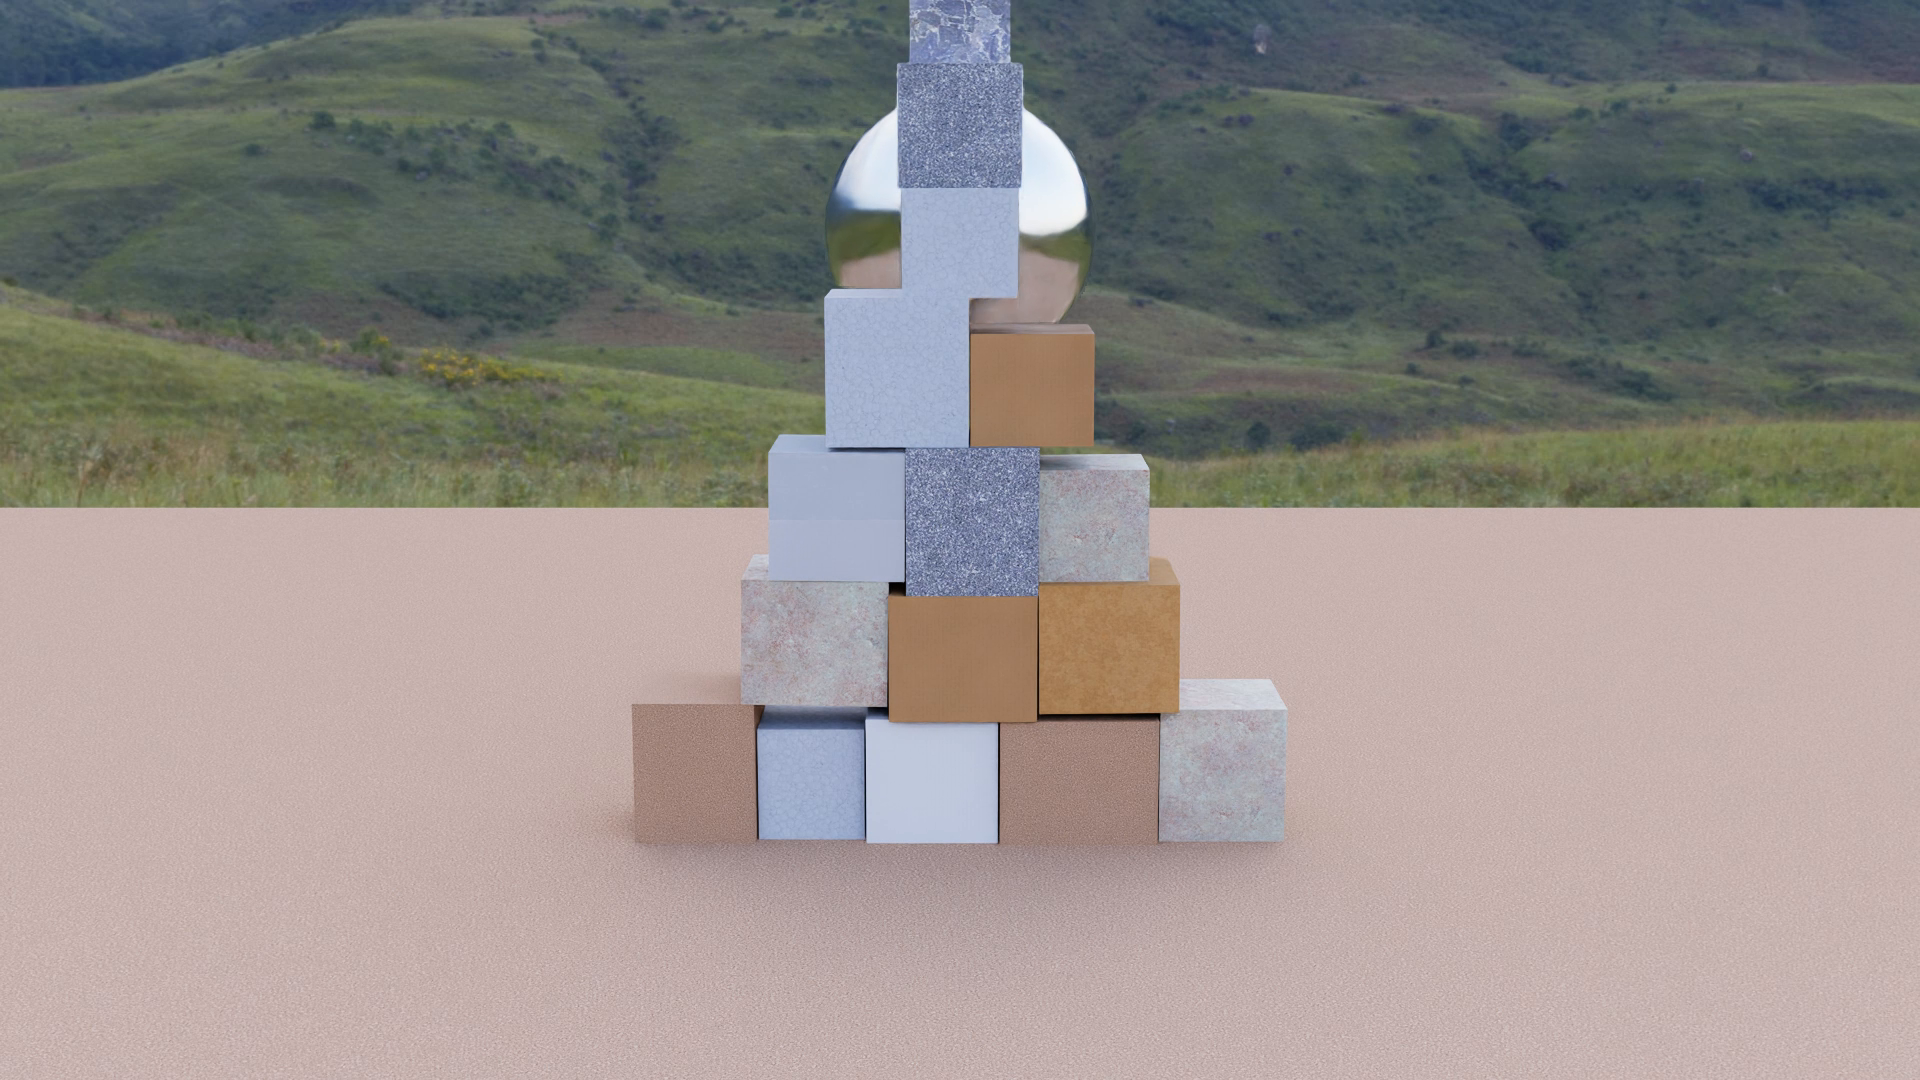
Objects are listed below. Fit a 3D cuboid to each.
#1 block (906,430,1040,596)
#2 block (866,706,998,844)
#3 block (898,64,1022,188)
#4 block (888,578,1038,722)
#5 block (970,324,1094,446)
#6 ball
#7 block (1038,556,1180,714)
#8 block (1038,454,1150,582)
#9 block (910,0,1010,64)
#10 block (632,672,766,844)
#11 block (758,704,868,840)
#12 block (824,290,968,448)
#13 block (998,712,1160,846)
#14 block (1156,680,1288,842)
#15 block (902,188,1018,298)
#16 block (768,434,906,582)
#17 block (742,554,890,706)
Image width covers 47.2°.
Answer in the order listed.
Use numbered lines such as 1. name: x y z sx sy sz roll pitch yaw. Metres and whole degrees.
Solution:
1. block: 0.061 -0.150 11.160 0.654 0.736 0.741 0 10 0
2. block: -0.141 1.156 11.410 0.664 0.643 0.685 0 10 0
3. block: 0.000 -2.034 10.811 0.598 0.590 0.524 0 10 0
4. block: 0.015 0.531 11.260 0.739 0.640 0.706 0 10 0
5. block: 0.354 -0.784 11.044 0.605 0.552 0.596 0 10 0
6. ball: 0.000 -1.821 12.958 1.600 1.600 1.600 0 10 0
7. block: 0.741 0.478 11.275 0.699 0.650 0.749 -1 10 0
8. block: 0.665 -0.118 11.170 0.547 0.561 0.551 -1 10 0
9. block: -0.001 -2.557 10.704 0.479 0.477 0.464 0 10 0
10. block: -1.338 1.117 11.392 0.611 0.726 0.668 0 10 0
11. block: -0.753 1.193 11.392 0.540 0.576 0.515 0 10 0
12. block: -0.308 -0.869 11.019 0.698 0.731 0.624 0 10 0
13. block: 0.599 1.160 11.391 0.796 0.641 0.713 0 10 0
14. block: 1.325 1.133 11.402 0.636 0.690 0.629 0 10 0
15. block: 0.000 -1.483 10.894 0.562 0.522 0.547 0 10 0
16. block: -0.605 -0.170 11.132 0.670 0.638 0.666 1 10 0
17. block: -0.723 0.454 11.259 0.729 0.636 0.672 1 10 0
